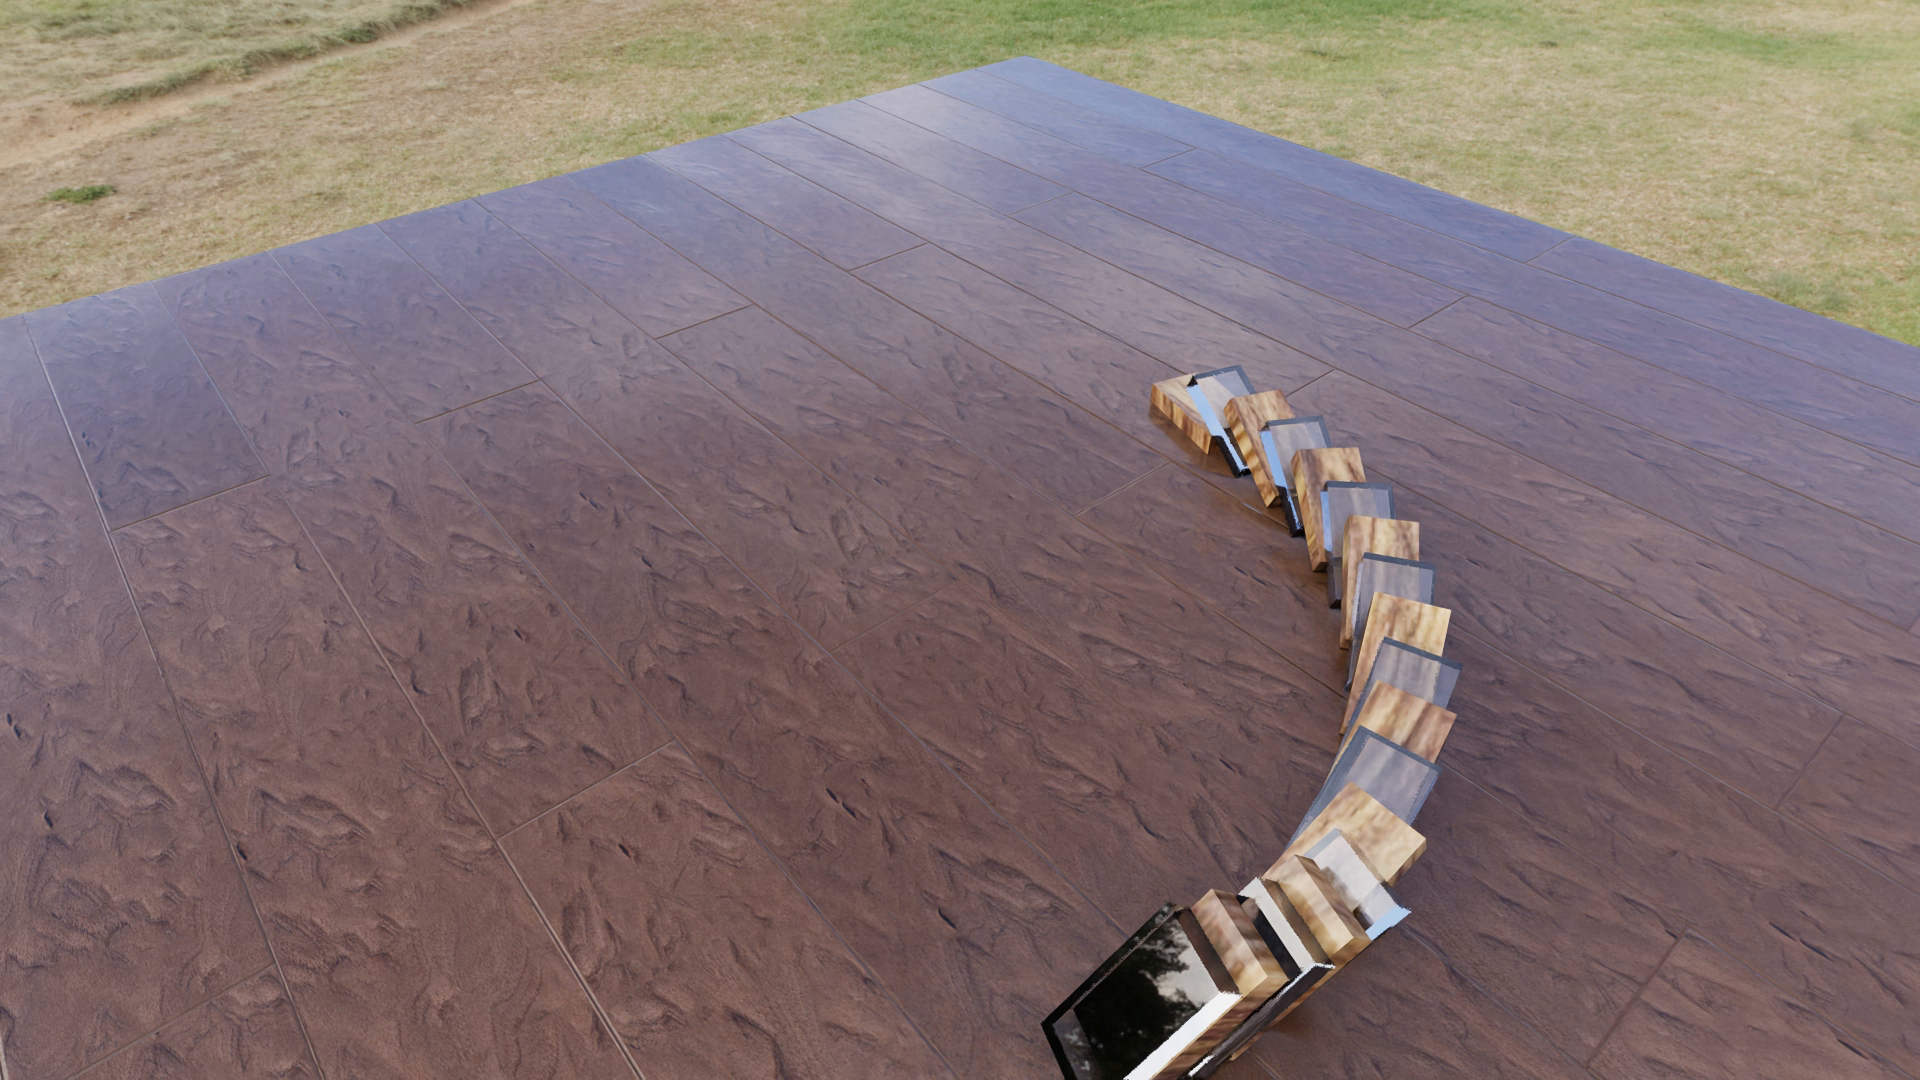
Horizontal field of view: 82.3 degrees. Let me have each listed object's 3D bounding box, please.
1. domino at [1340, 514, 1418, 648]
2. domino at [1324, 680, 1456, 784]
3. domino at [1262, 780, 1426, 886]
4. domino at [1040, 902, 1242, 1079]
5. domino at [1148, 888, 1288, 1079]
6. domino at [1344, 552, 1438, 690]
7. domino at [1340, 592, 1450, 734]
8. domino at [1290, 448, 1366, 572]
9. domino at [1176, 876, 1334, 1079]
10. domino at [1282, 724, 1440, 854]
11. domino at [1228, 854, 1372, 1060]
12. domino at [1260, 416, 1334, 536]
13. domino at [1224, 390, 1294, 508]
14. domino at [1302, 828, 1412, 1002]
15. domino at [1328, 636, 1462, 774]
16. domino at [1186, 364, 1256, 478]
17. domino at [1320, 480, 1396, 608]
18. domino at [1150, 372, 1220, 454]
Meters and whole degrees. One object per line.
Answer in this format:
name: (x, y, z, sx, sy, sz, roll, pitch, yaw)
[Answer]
domino: (0.155, 0.016, 0.407, 0.025, 0.009, 0.050, 7, 66, 8)
domino: (0.130, 0.071, 0.340, 0.025, 0.010, 0.050, 25, 72, 27)
domino: (0.104, 0.095, 0.310, 0.050, 0.010, 0.025, -44, 52, -8)
domino: (0.044, 0.117, 0.273, 0.010, 0.050, 0.025, 25, 23, -38)
domino: (0.056, 0.114, 0.276, 0.010, 0.050, 0.025, 25, 23, -38)
domino: (0.152, 0.031, 0.389, 0.025, 0.010, 0.050, 11, 67, 13)
domino: (0.147, 0.045, 0.372, 0.025, 0.009, 0.050, 15, 68, 17)
domino: (0.151, -0.013, 0.442, 0.025, 0.009, 0.050, -2, 66, -3)
domino: (0.068, 0.112, 0.279, 0.009, 0.050, 0.025, 25, 23, -38)
domino: (0.118, 0.083, 0.325, 0.025, 0.009, 0.050, 28, 74, 30)
domino: (0.078, 0.108, 0.284, 0.010, 0.050, 0.025, 25, 23, -38)
domino: (0.145, -0.027, 0.460, 0.025, 0.009, 0.050, -6, 66, -8)
domino: (0.136, -0.040, 0.477, 0.025, 0.010, 0.050, -11, 65, -14)
domino: (0.091, 0.103, 0.292, 0.050, 0.010, 0.025, -47, 43, 13)
domino: (0.140, 0.059, 0.355, 0.025, 0.010, 0.050, 21, 70, 24)
domino: (0.125, -0.054, 0.493, 0.025, 0.010, 0.050, -15, 66, -18)
domino: (0.155, 0.002, 0.424, 0.025, 0.010, 0.050, 3, 66, 3)
domino: (0.114, -0.060, 0.517, 0.025, 0.010, 0.050, -15, 42, -18)
